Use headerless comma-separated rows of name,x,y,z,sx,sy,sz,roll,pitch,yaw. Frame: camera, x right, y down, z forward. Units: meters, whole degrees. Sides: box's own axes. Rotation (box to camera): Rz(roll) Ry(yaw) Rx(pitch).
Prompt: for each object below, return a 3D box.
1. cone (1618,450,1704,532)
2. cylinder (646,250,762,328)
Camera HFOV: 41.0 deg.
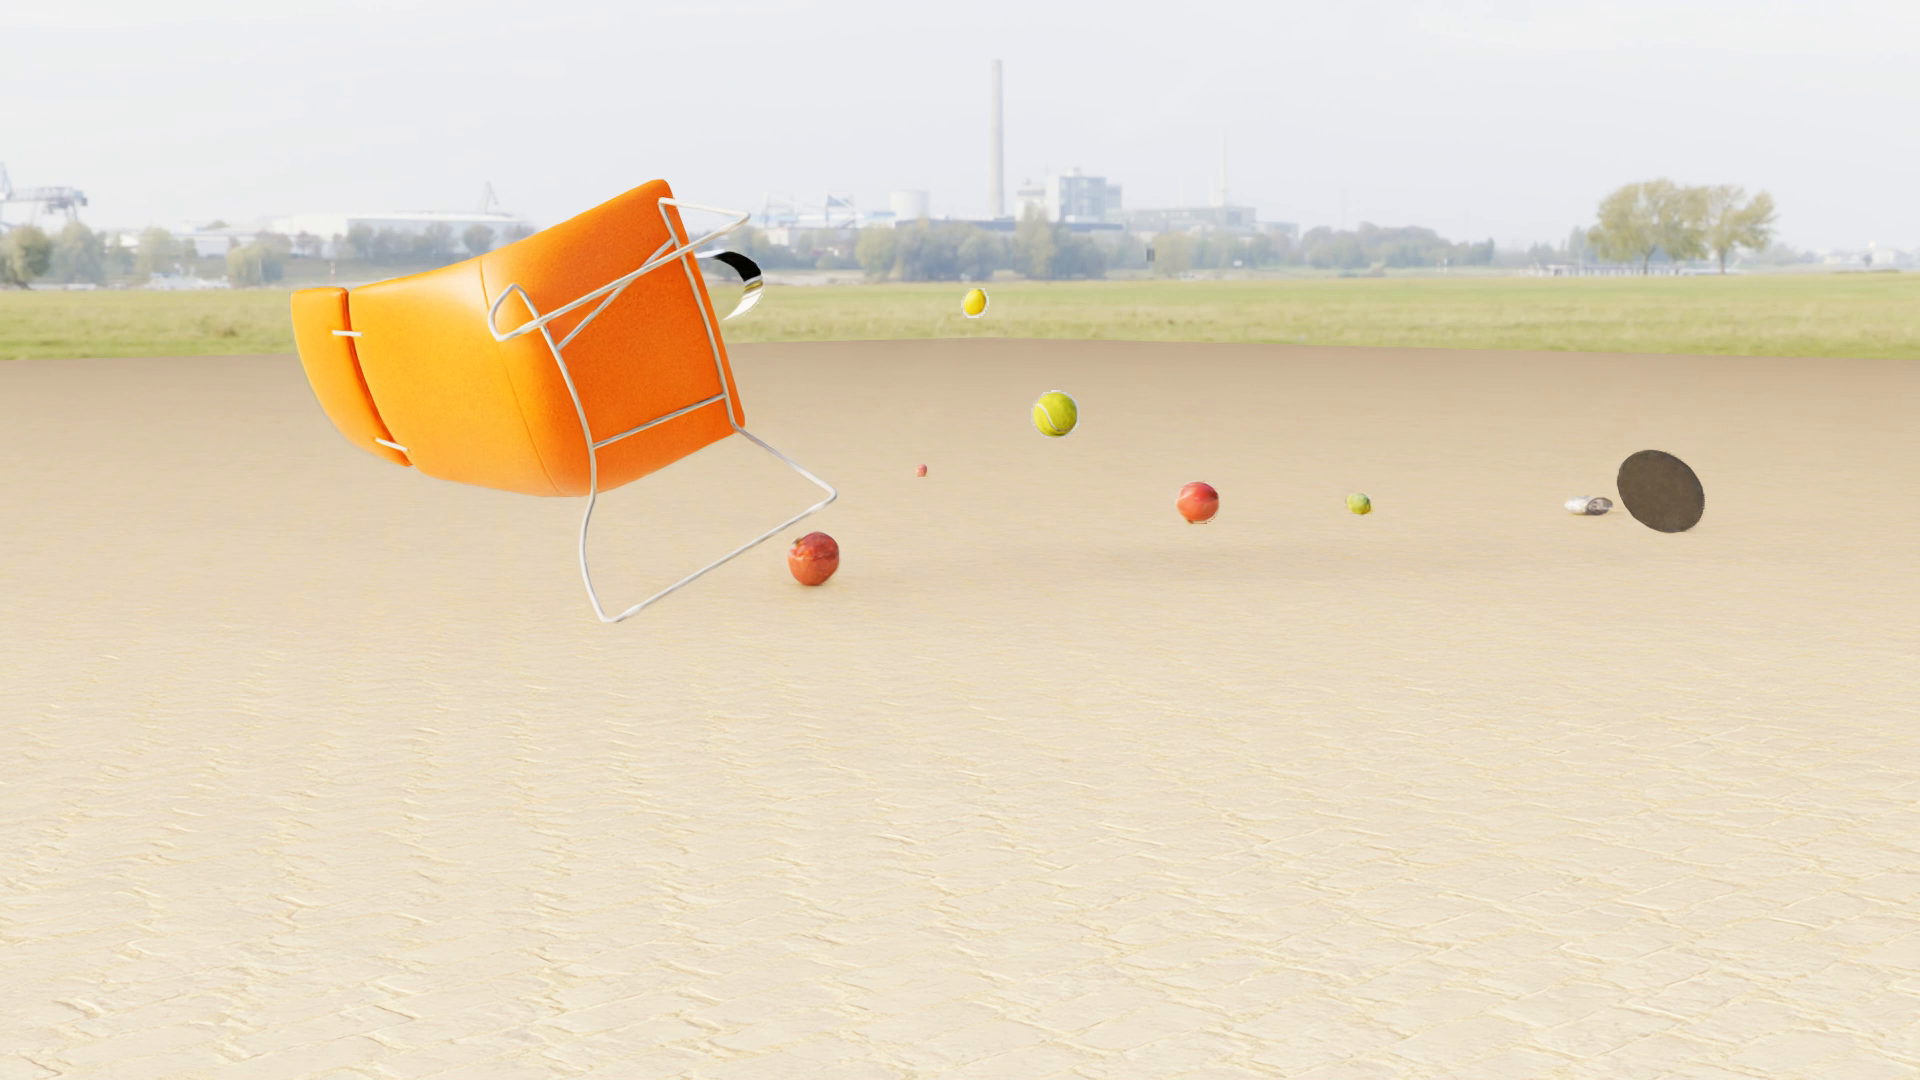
cone,1.843,-0.106,6.699,0.251,0.188,0.176,50,9,26
cylinder,-0.541,-0.531,5.436,0.224,0.149,0.112,-8,11,18
